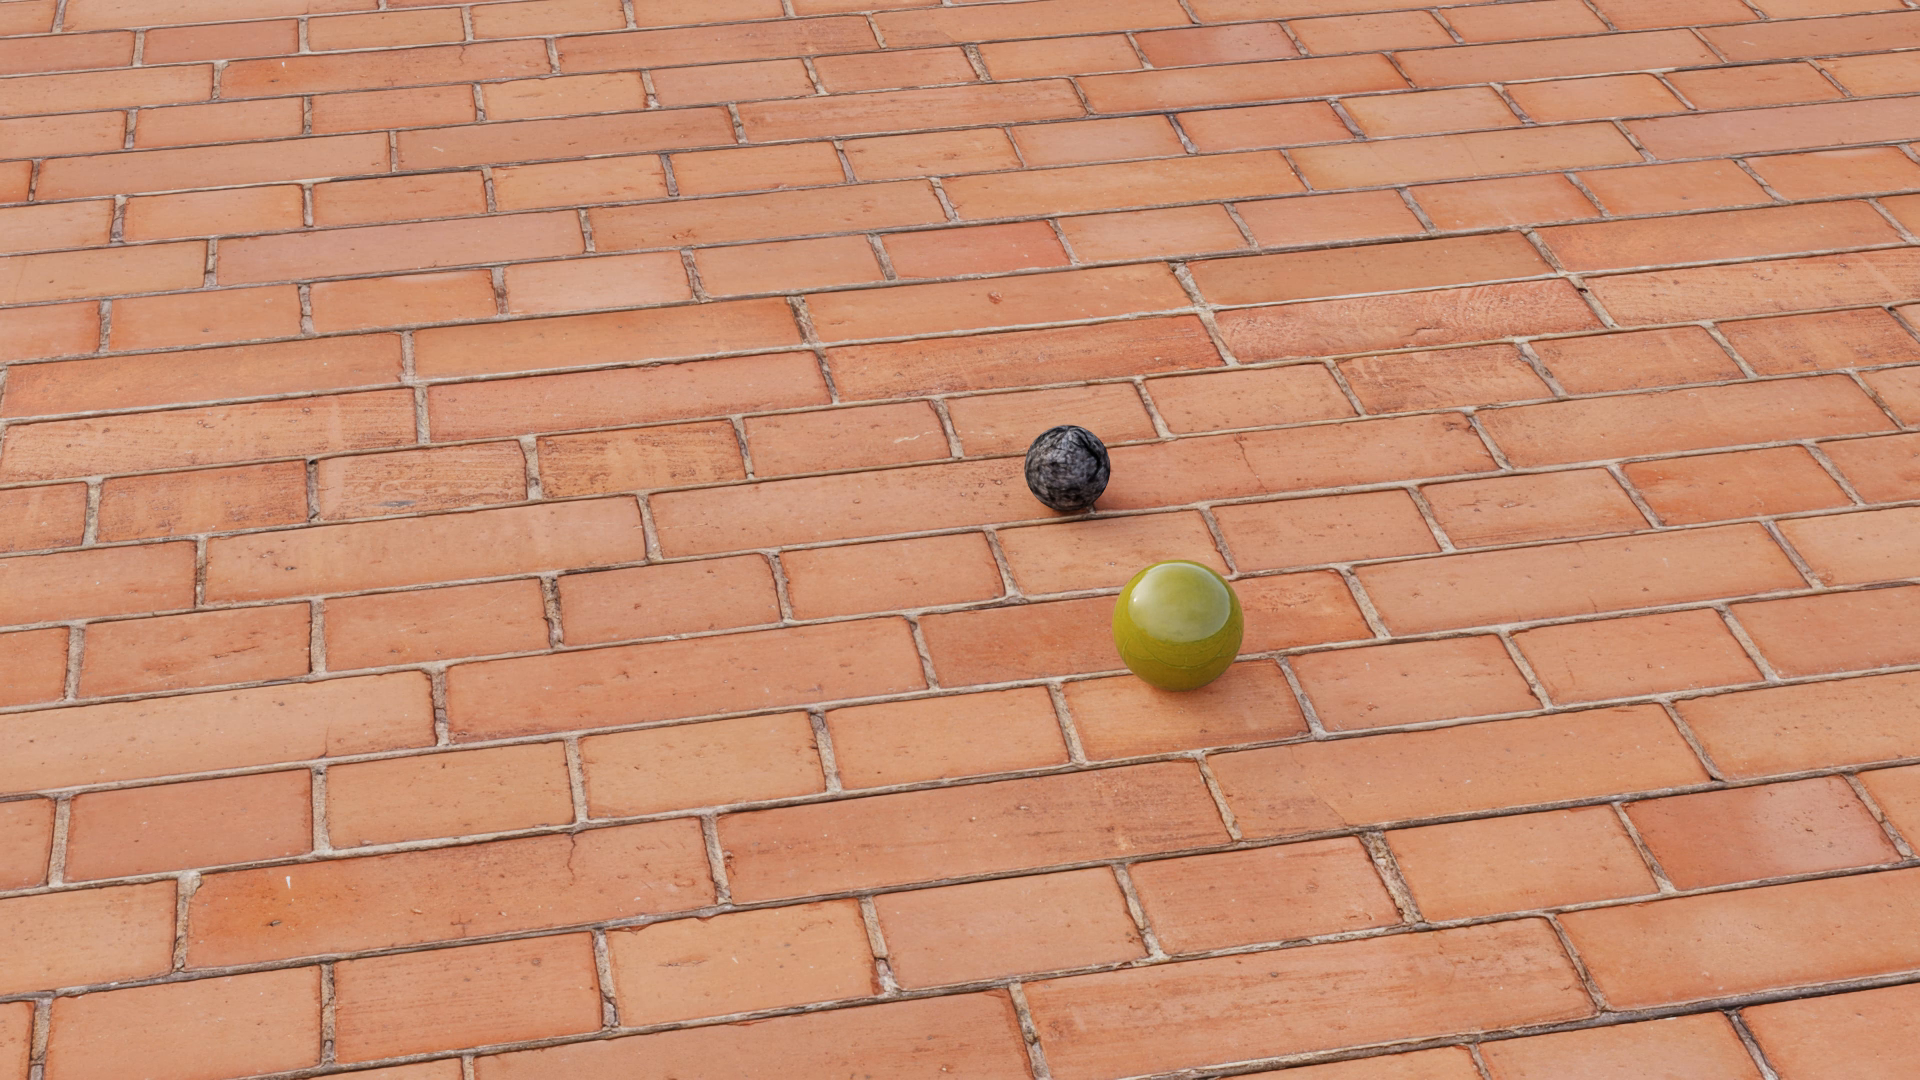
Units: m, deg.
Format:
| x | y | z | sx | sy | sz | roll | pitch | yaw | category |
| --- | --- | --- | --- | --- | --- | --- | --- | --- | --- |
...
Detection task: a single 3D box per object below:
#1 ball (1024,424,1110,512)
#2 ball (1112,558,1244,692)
| x | y | z | sx | sy | sz | roll | pitch | yaw | category |
| --- | --- | --- | --- | --- | --- | --- | --- | --- | --- |
| 0.061 | -0.041 | 1.679 | 0.049 | 0.049 | 0.049 | 0 | 32 | 0 | ball |
| 0.113 | 0.044 | 1.525 | 0.069 | 0.069 | 0.069 | 0 | 32 | 0 | ball |
